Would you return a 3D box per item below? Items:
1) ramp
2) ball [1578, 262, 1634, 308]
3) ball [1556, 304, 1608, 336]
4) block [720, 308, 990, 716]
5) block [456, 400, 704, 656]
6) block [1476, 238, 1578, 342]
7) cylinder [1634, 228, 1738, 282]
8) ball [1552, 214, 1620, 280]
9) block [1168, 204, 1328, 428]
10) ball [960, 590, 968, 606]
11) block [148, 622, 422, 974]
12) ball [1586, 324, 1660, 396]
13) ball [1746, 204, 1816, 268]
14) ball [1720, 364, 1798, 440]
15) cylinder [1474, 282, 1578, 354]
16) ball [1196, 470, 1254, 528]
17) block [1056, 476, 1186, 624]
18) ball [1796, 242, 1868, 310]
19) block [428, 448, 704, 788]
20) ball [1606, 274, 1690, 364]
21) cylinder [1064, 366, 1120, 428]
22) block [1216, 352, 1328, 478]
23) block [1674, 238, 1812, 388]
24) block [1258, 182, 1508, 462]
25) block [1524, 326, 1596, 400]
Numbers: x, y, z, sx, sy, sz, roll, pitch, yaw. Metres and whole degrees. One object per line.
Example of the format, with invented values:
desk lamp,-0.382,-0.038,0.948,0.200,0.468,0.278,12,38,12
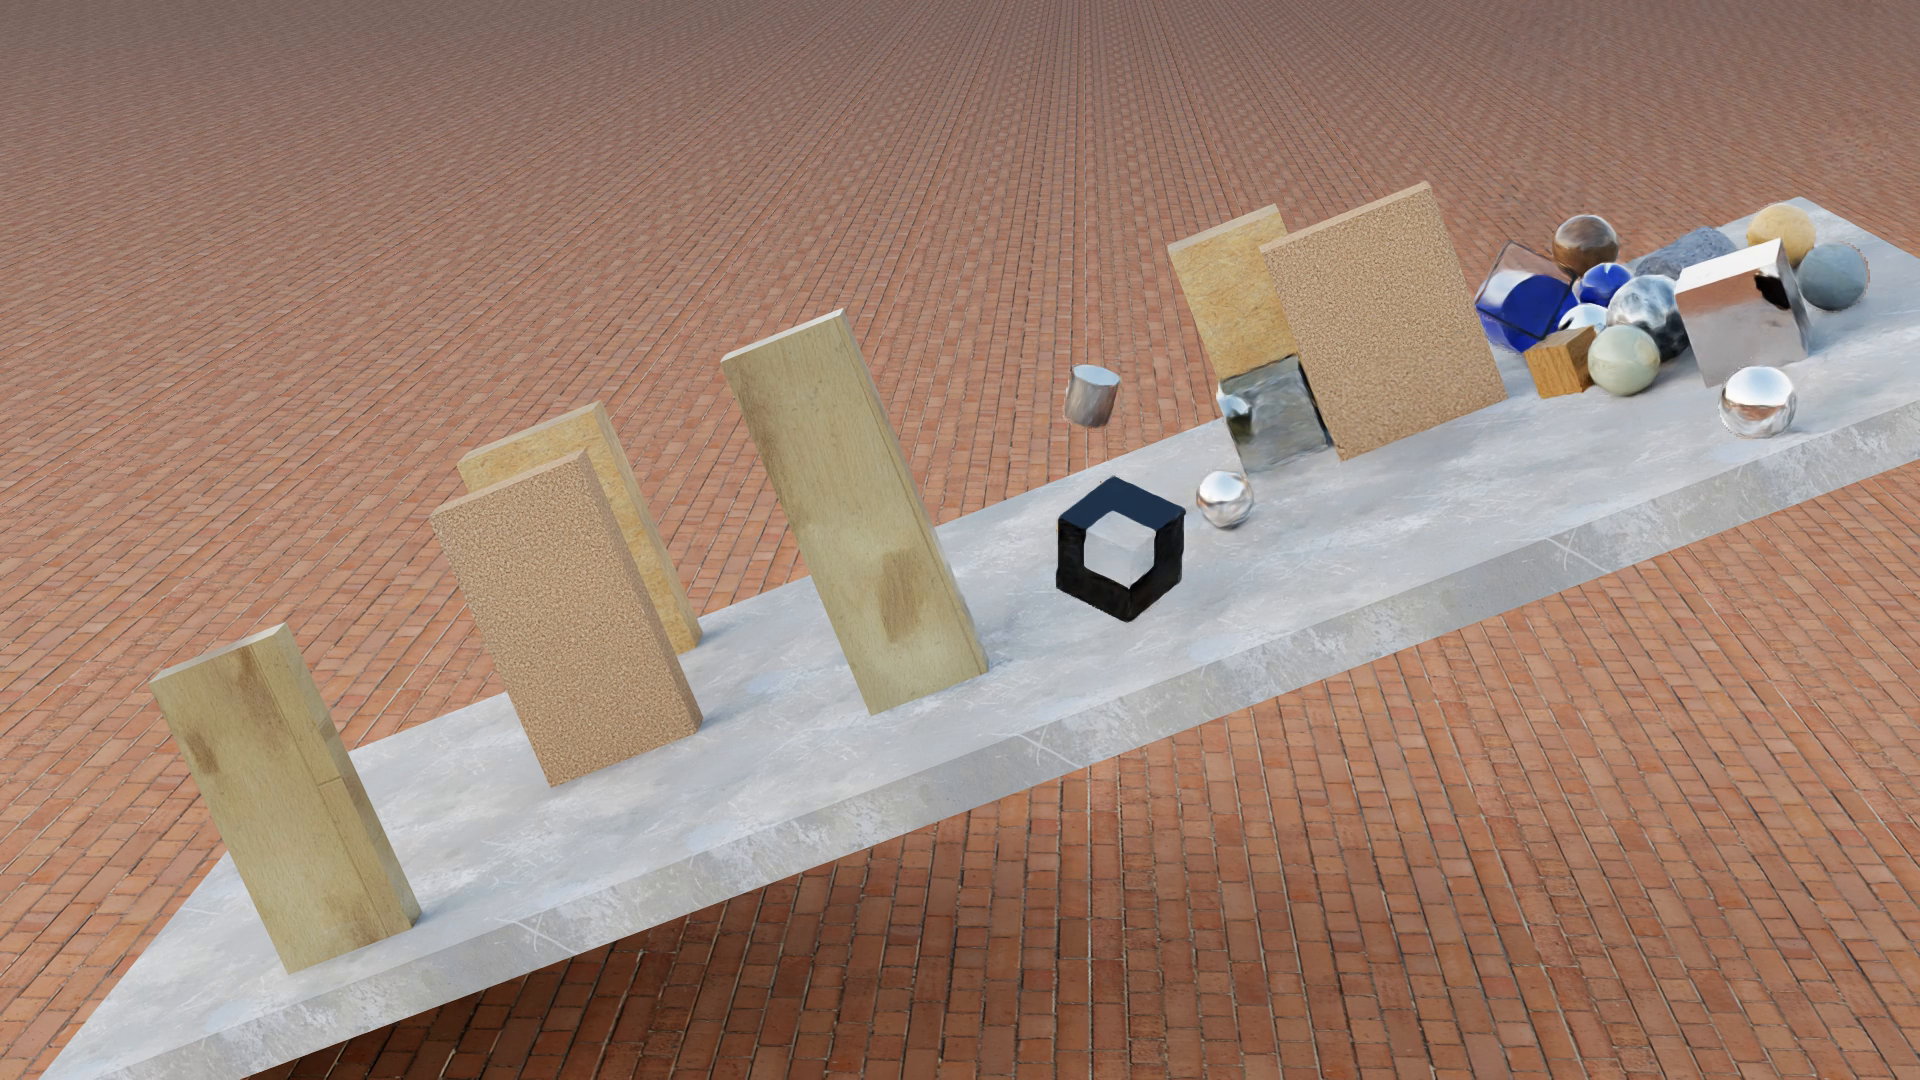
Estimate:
ramp,0.124,0.173,6.290,4.000,0.100,2.000,-21,12,7
ball,1.438,-0.551,6.525,0.130,0.130,0.130,0,14,0
ball,1.324,-0.431,6.194,0.135,0.135,0.135,0,14,0
block,-0.202,-0.051,5.770,0.250,0.765,0.084,-21,12,7
block,-0.909,0.024,7.061,0.353,0.623,0.134,-21,12,7
block,1.181,-0.523,6.142,0.154,0.154,0.154,27,12,5
cylinder,1.555,-0.560,6.270,0.163,0.163,0.163,-29,27,-28
ball,1.490,-0.697,7.006,0.157,0.157,0.157,0,14,0
block,0.684,-0.476,6.671,0.261,0.498,0.141,-21,12,7
ball,-0.072,0.156,6.042,0.181,0.181,0.181,0,14,0
block,-1.295,0.500,5.660,0.266,0.631,0.089,-21,12,7
ball,1.323,-0.359,5.867,0.142,0.142,0.142,0,14,0
ball,1.771,-0.654,6.342,0.143,0.143,0.143,0,14,0
ball,1.417,-0.245,5.219,0.132,0.132,0.132,0,14,0
cylinder,1.257,-0.507,6.540,0.180,0.180,0.180,-2,9,-9
ball,0.551,-0.086,6.122,0.120,0.120,0.120,0,14,0
block,0.308,0.017,5.633,0.172,0.172,0.172,26,44,30
ball,1.737,-0.525,5.859,0.135,0.135,0.135,0,14,0
block,-0.834,0.168,6.255,0.342,0.639,0.107,-21,12,7
ball,1.413,-0.451,6.006,0.183,0.183,0.183,0,14,0
cylinder,0.331,-0.361,7.398,0.118,0.118,0.118,10,26,-5
block,0.694,-0.279,6.537,0.190,0.190,0.190,-20,12,11
block,1.526,-0.442,5.726,0.199,0.199,0.199,-17,13,24
block,0.901,-0.463,6.260,0.377,0.483,0.100,-21,12,7
block,1.260,-0.369,6.108,0.107,0.107,0.107,-9,18,48
